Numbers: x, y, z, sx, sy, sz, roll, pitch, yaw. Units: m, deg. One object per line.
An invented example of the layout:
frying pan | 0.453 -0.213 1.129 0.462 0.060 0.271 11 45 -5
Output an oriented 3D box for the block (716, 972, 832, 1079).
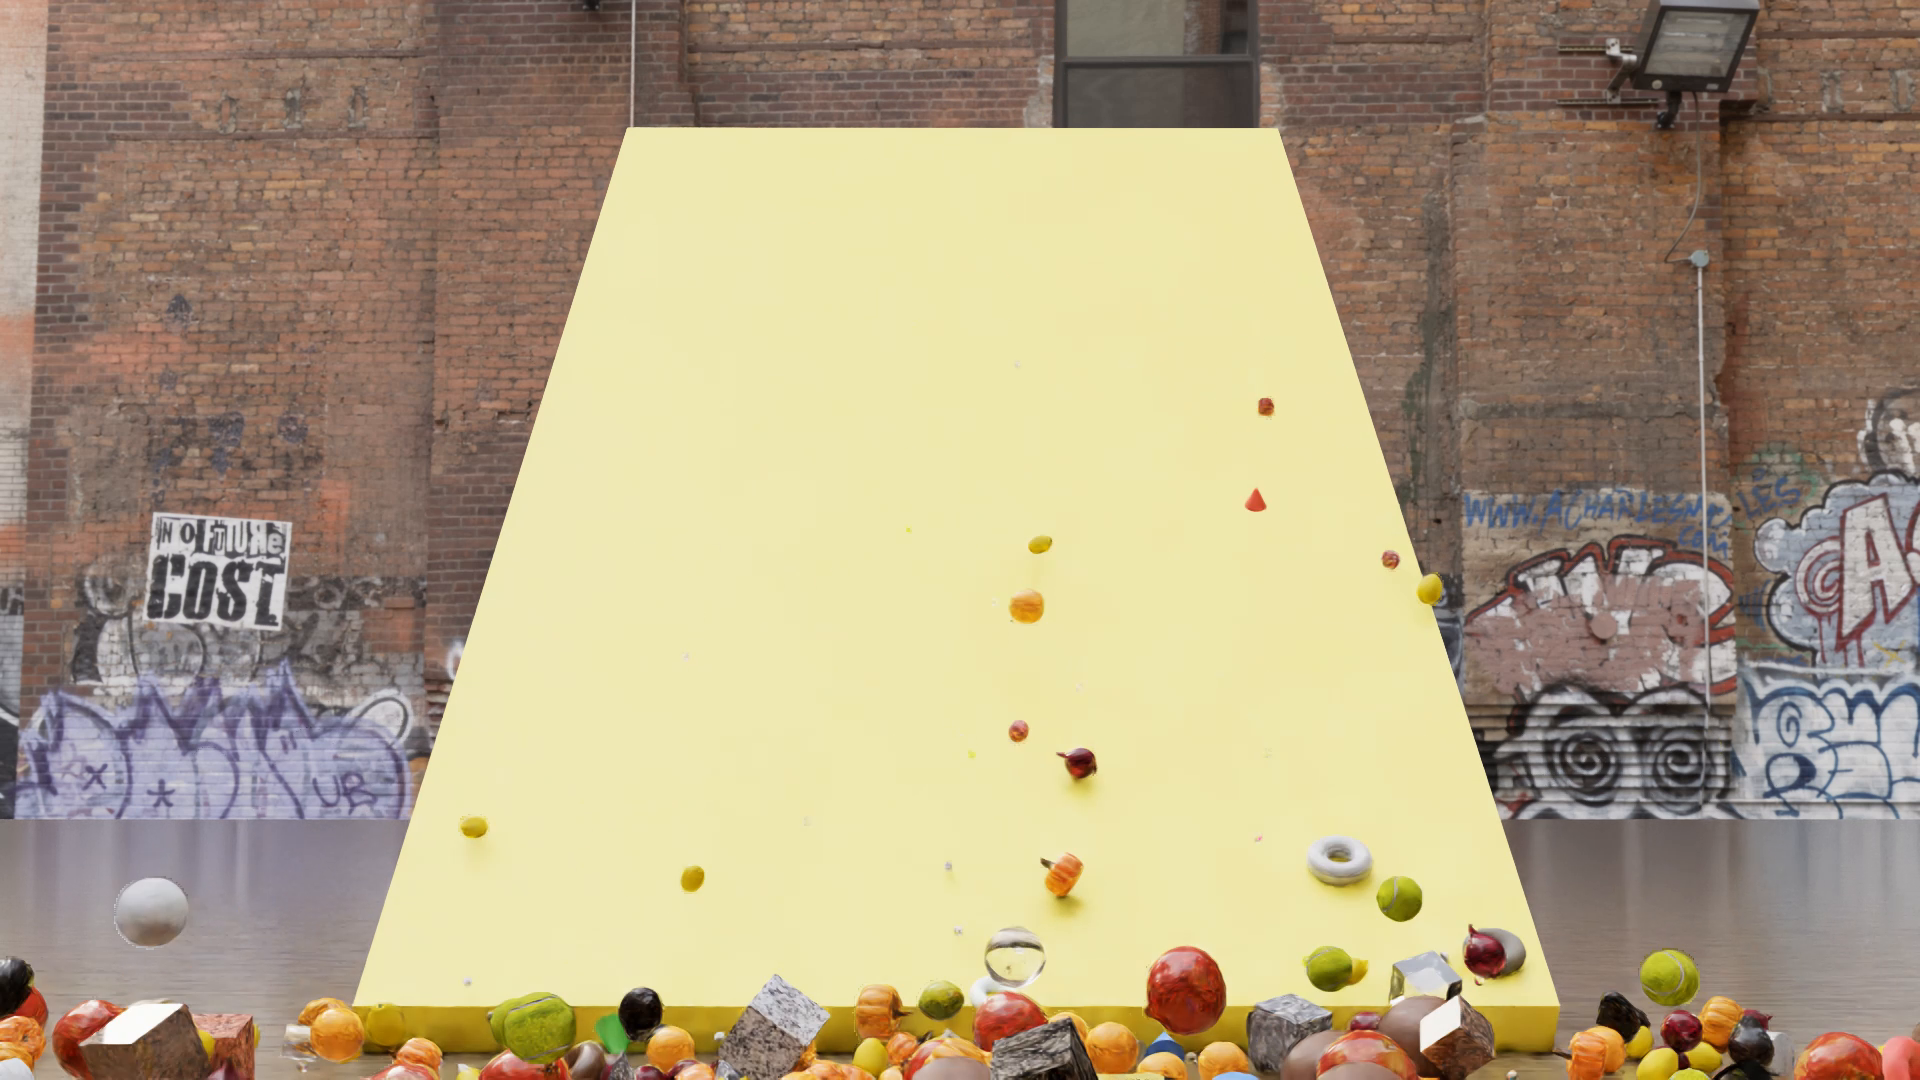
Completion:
block | -0.245 0.649 3.185 0.093 0.093 0.093 35 23 5

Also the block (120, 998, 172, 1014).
block | -1.375 0.814 4.107 0.060 0.060 0.060 -8 1 16

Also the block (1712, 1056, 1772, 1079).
block | 0.916 0.665 2.849 0.075 0.075 0.075 0 -43 -49

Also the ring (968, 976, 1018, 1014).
ring | 0.055 0.754 4.022 0.081 0.027 0.081 -1 31 1

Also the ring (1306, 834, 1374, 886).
ring | 0.676 0.570 4.323 0.121 0.040 0.121 -1 31 1

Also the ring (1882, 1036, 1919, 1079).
ring | 1.141 0.642 2.916 0.093 0.093 0.031 6 -25 -45

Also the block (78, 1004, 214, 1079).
block | -1.036 0.659 3.089 0.098 0.098 0.098 -8 17 30

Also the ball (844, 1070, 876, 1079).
ball | -0.133 0.736 3.230 0.056 0.056 0.056 0 -6 0

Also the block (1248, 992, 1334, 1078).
block | 0.486 0.727 3.568 0.082 0.082 0.082 -6 17 -40

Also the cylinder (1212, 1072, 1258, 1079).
cylinder | 0.341 0.698 2.996 0.060 0.060 0.060 -3 9 0

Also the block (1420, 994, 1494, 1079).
block | 0.624 0.626 3.045 0.064 0.064 0.064 -41 13 26

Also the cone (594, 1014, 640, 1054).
cone | -0.532 0.784 3.764 0.070 0.070 0.070 -5 -42 -4

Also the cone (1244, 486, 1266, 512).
cone | 0.663 -0.099 5.440 0.052 0.052 0.052 0 31 0

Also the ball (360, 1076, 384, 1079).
ball | -0.725 0.699 2.984 0.075 0.075 0.075 0 -6 0

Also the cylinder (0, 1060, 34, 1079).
cylinder | -1.066 0.615 2.657 0.078 0.078 0.078 -6 -1 41

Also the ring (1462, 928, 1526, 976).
ring | 0.906 0.697 4.115 0.106 0.035 0.106 -1 30 1

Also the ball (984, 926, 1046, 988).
ball | 0.081 0.616 3.581 0.092 0.092 0.092 0 -6 0

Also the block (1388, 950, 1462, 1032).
block | 0.766 0.742 3.993 0.082 0.082 0.082 -13 33 -22

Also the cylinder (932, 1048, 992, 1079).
cylinder | 0.011 0.732 3.288 0.078 0.078 0.078 -4 -7 31

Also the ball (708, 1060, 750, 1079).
ball | -0.309 0.739 3.308 0.068 0.068 0.068 0 -6 0

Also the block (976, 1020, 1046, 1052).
block | 0.083 0.751 3.532 0.092 0.092 0.092 2 -7 -20

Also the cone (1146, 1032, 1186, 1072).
cone | 0.294 0.724 3.489 0.057 0.057 0.057 0 26 3

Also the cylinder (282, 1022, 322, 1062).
cylinder | -1.038 0.792 3.826 0.055 0.055 0.055 11 -9 -14

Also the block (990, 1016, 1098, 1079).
block | 0.090 0.569 2.526 0.089 0.089 0.089 -20 18 9

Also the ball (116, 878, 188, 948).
ball | -1.132 0.522 3.400 0.096 0.096 0.096 0 -6 0

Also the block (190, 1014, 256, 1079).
block | -1.043 0.722 3.377 0.096 0.096 0.096 0 8 -2

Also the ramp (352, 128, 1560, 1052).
ramp | -0.014 -0.204 5.762 2.000 0.100 4.000 0 31 0

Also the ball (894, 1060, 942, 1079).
ball | -0.056 0.731 3.243 0.068 0.068 0.068 0 -6 0

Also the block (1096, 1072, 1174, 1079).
block | 0.203 0.680 2.871 0.086 0.086 0.086 2 -7 -17

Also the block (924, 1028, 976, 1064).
block | -0.007 0.735 3.397 0.069 0.069 0.069 36 -8 0

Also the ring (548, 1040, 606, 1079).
ring | -0.511 0.711 3.201 0.038 0.115 0.115 42 -19 -13

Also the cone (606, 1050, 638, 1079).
cone | -0.448 0.718 3.211 0.088 0.088 0.088 0 -6 0
